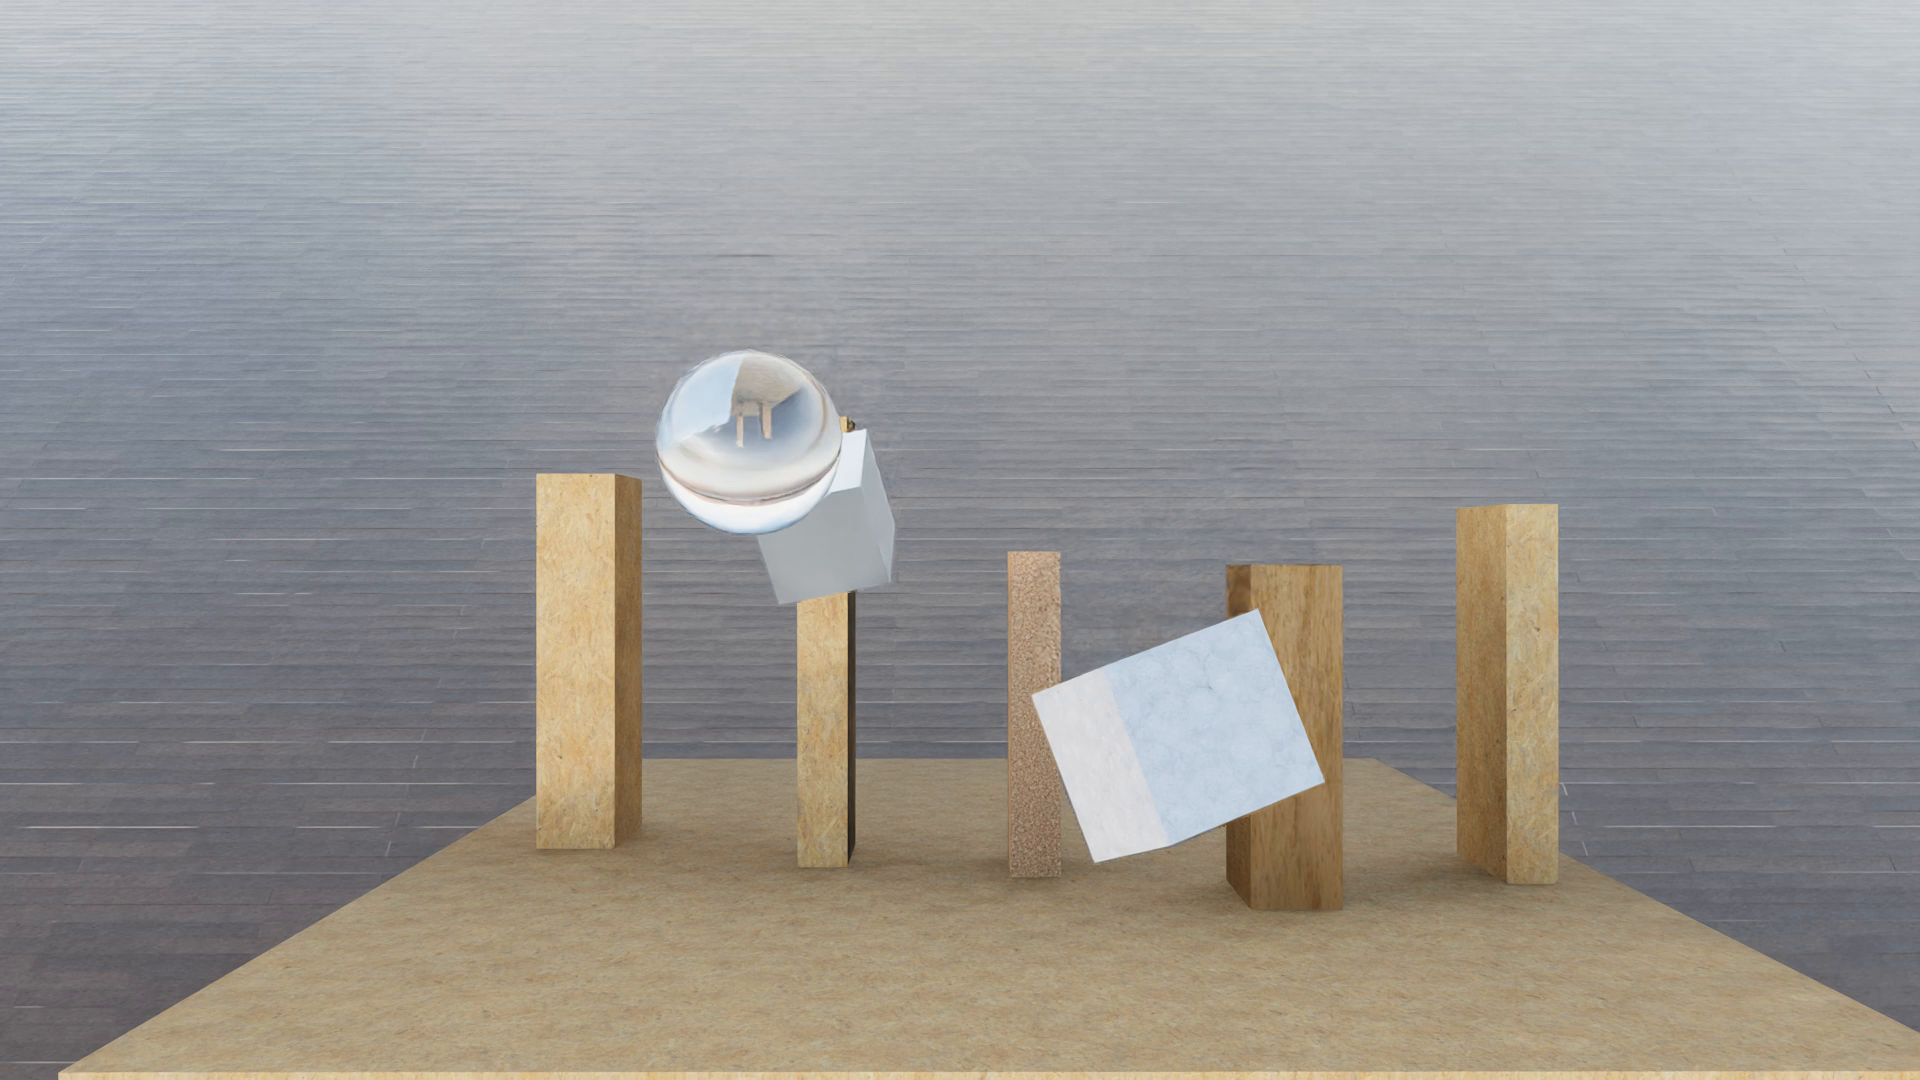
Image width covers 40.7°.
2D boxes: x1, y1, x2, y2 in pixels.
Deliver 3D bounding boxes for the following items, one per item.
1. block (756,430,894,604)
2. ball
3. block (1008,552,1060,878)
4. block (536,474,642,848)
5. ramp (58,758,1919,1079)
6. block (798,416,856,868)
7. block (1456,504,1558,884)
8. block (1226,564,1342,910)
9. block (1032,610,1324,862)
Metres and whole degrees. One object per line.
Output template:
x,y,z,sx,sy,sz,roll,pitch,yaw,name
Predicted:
-0.134,-0.023,2.540,0.112,0.112,0.112,-11,31,8,block
-0.195,-0.090,2.394,0.172,0.172,0.172,0,31,0,ball
0.125,0.287,4.406,0.082,0.536,0.292,0,0,0,block
-0.693,0.219,4.864,0.141,0.676,0.400,0,0,0,block
0.068,0.606,4.672,2.000,0.100,4.000,0,0,0,ramp
-0.234,0.173,4.570,0.085,0.766,0.344,0,0,0,block
0.923,0.249,4.380,0.083,0.612,0.417,0,0,0,block
0.504,0.296,4.054,0.138,0.515,0.355,0,0,0,block
0.230,0.212,2.774,0.194,0.194,0.194,-19,-5,-23,block
